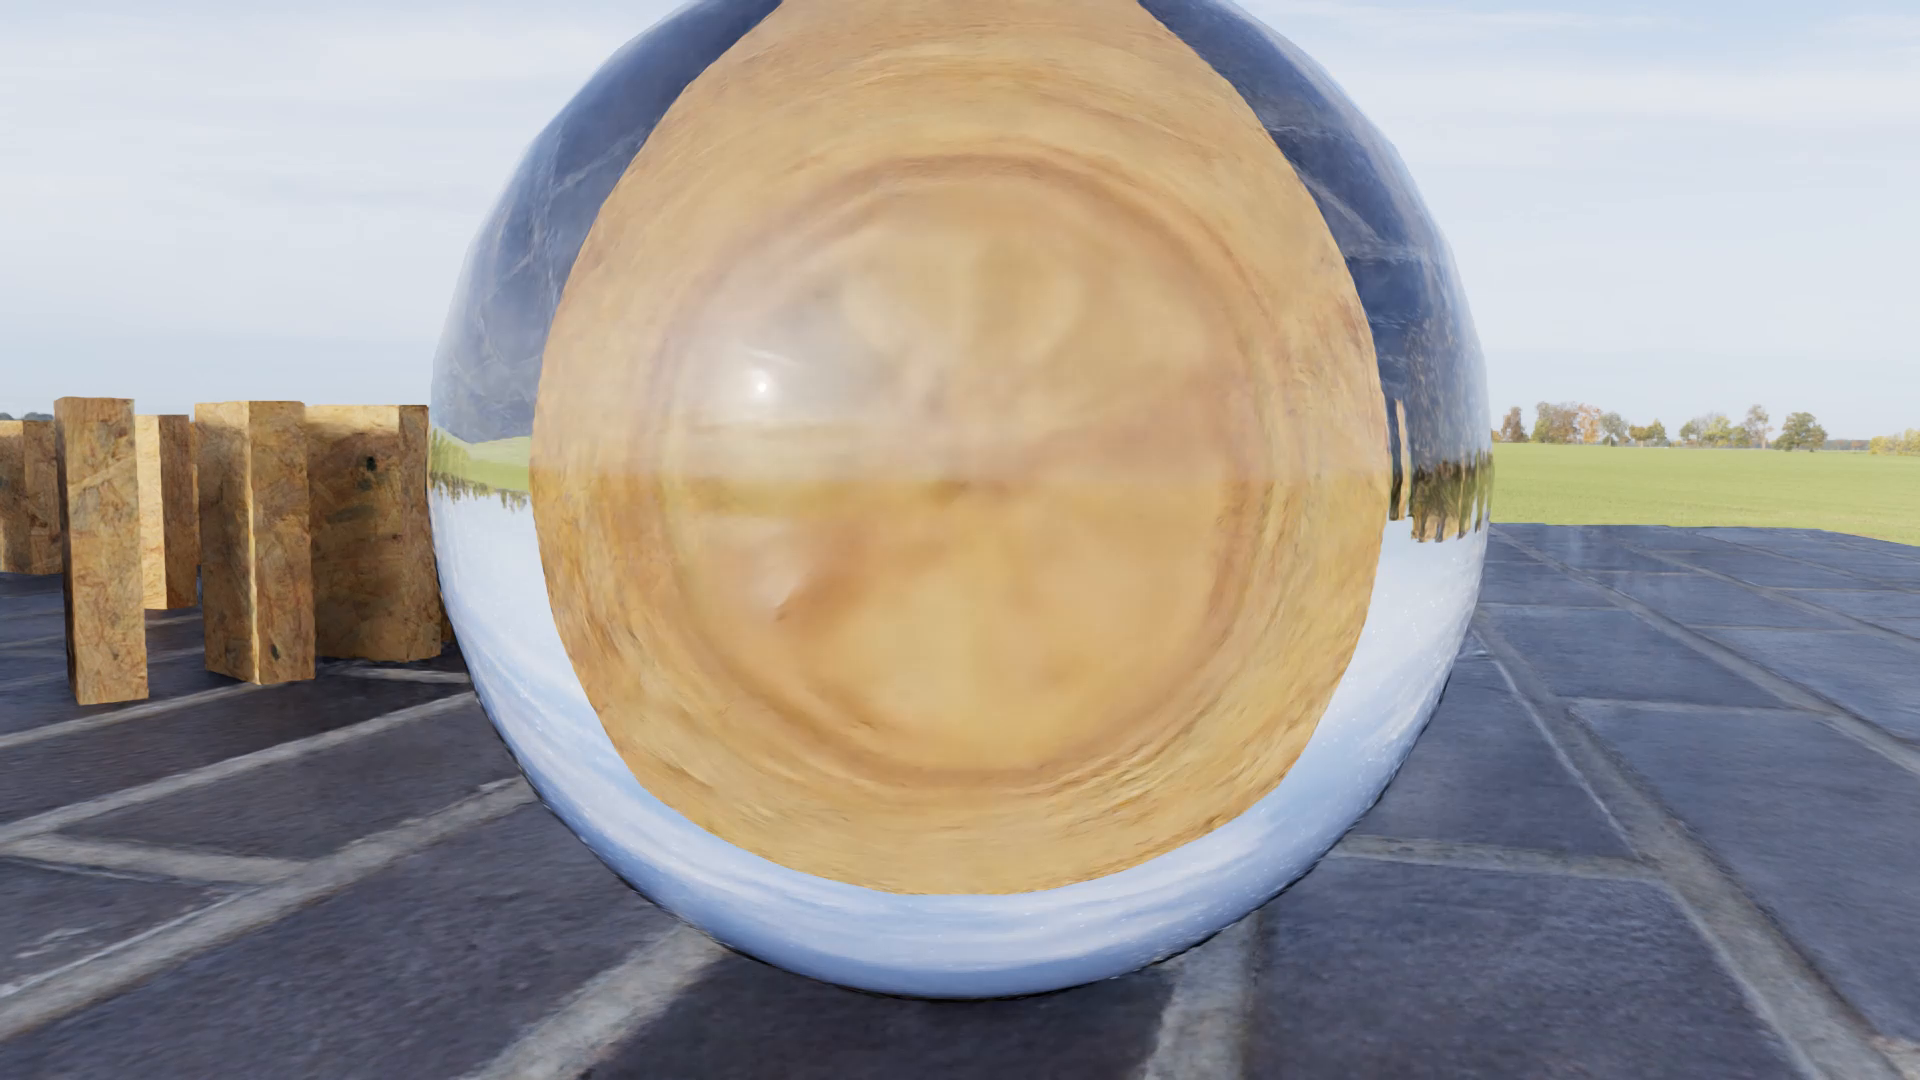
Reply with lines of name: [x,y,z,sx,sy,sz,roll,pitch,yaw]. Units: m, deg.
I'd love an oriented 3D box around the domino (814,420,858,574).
domino: [-0.035,-0.014,0.427,0.025,0.050,0.010,-4,6,-44]

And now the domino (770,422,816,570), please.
domino: [-0.053,-0.016,0.443,0.009,0.050,0.025,4,6,40]

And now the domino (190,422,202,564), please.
domino: [-0.275,-0.017,0.460,0.010,0.050,0.025,-3,5,-34]

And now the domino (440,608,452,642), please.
domino: [-0.113,-0.003,0.280,0.025,0.050,0.010,0,4,5]

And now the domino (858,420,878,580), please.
domino: [-0.020,-0.013,0.409,0.025,0.050,0.010,-3,5,-38]

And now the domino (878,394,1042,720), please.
domino: [0.000,0.002,0.201,0.025,0.050,0.009,0,4,0]

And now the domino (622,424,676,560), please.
domino: [-0.114,-0.018,0.481,0.009,0.050,0.025,2,5,22]

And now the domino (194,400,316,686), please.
domino: [-0.130,0.000,0.236,0.025,0.050,0.010,4,6,40]

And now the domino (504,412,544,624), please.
domino: [-0.113,-0.005,0.304,0.025,0.050,0.009,0,4,-6]

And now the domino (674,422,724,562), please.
domino: [-0.093,-0.018,0.470,0.010,0.050,0.025,2,5,29]

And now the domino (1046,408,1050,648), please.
domino: [0.006,-0.003,0.272,0.025,0.050,0.010,0,4,5]

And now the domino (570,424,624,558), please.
domino: [-0.137,-0.019,0.487,0.009,0.050,0.025,1,4,11]

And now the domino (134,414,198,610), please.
domino: [-0.215,-0.008,0.336,0.025,0.050,0.009,1,4,15]

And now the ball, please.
ball: [0.000,-0.005,0.103,0.080,0.080,0.080,0,4,0]

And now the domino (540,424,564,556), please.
domino: [-0.161,-0.019,0.490,0.009,0.050,0.025,0,4,2]

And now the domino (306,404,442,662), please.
domino: [-0.118,-0.002,0.257,0.025,0.050,0.009,2,5,19]

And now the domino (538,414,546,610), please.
domino: [-0.120,-0.007,0.327,0.025,0.050,0.010,-3,5,-30]

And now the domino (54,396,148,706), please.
domino: [-0.147,0.001,0.220,0.009,0.050,0.025,-3,5,-38]

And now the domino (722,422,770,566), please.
domino: [-0.072,-0.017,0.458,0.009,0.050,0.025,3,5,34]

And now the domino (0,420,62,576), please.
domino: [-0.309,-0.014,0.426,0.025,0.050,0.009,3,5,36]

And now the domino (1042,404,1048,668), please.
domino: [0.004,-0.001,0.248,0.025,0.050,0.010,0,4,6]
